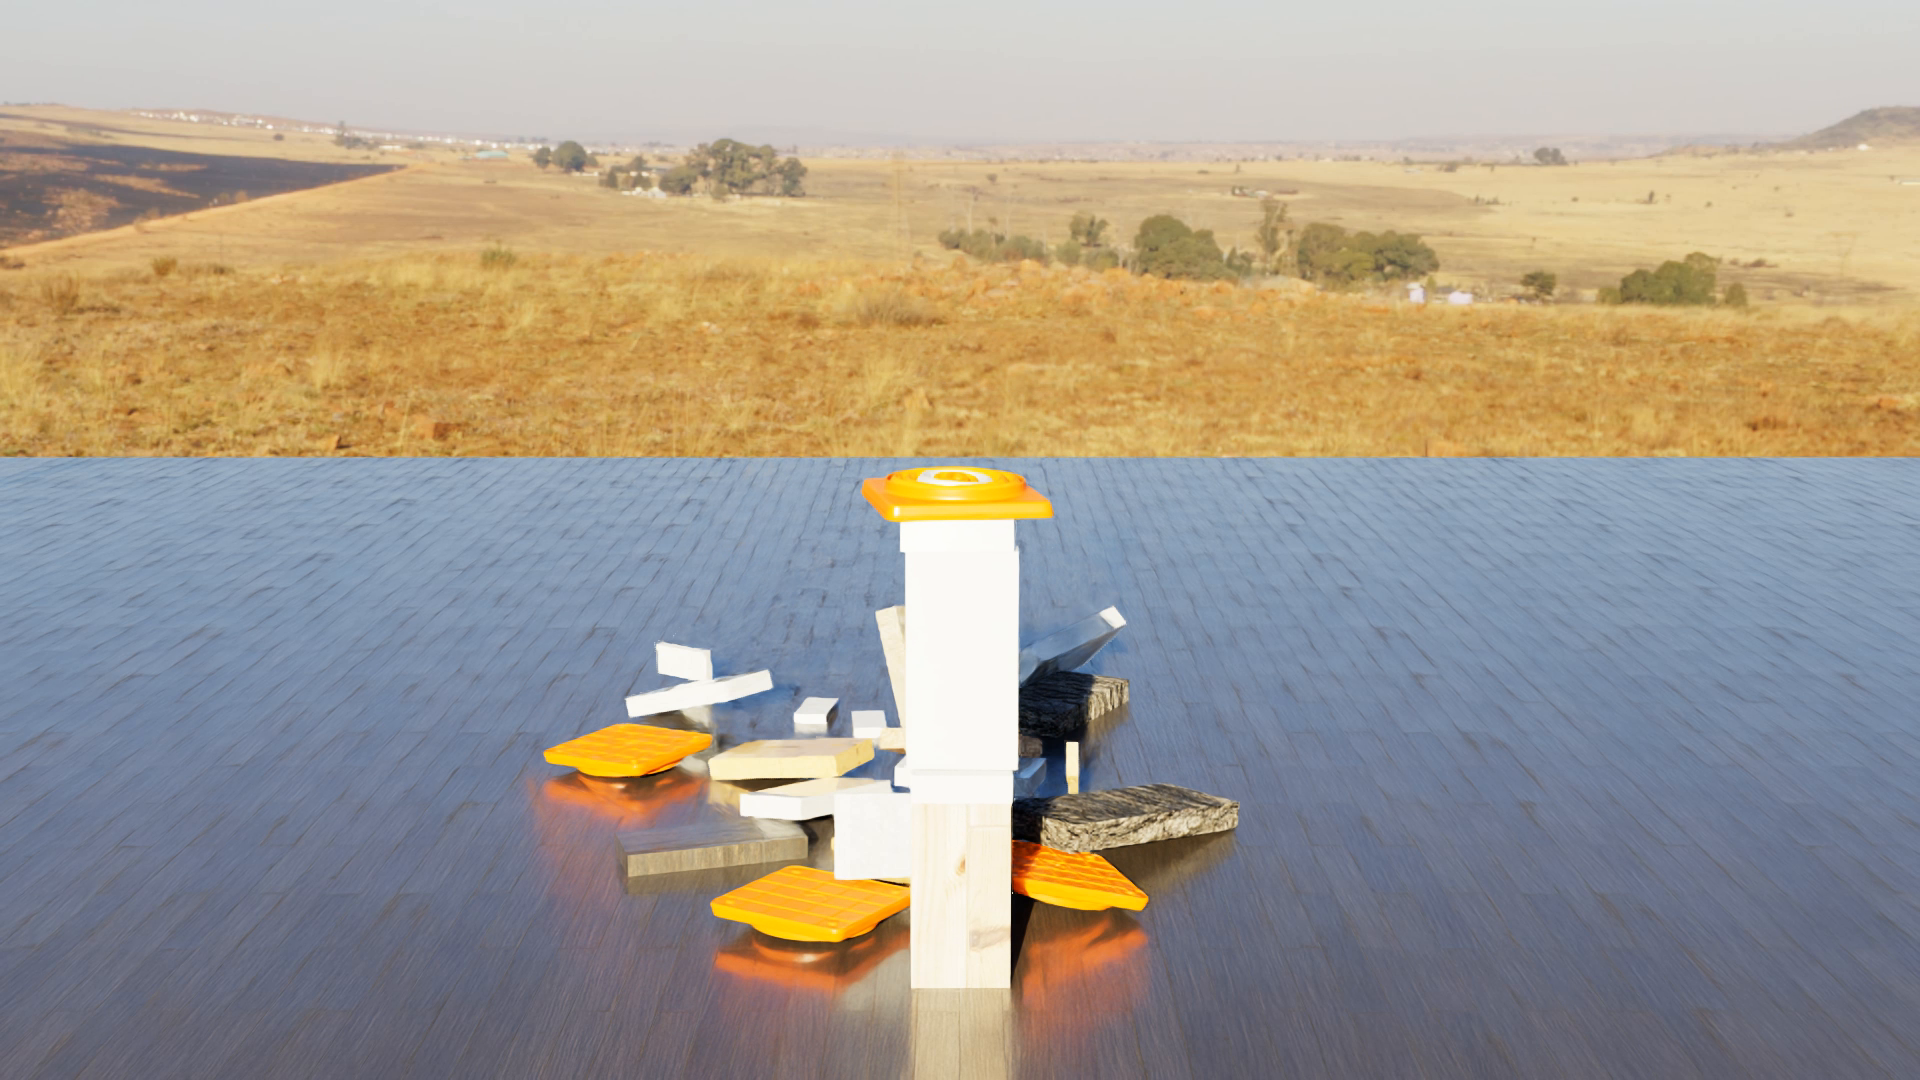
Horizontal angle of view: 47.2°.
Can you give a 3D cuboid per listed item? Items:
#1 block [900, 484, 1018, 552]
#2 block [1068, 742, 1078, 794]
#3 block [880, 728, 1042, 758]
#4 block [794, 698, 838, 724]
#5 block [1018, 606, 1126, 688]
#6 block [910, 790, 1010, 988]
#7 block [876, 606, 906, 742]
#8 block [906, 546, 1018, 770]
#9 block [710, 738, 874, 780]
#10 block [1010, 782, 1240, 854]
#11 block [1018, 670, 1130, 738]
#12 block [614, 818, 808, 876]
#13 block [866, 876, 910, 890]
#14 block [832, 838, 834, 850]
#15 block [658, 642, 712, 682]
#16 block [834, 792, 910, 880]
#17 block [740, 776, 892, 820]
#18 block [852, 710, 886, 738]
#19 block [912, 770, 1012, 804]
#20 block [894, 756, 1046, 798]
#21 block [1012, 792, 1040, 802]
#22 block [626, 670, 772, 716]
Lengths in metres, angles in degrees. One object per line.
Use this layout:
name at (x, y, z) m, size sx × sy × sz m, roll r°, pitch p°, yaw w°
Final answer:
block at (0.004, -0.035, 3.299) m, size 0.162 × 0.046 × 0.324 m, roll 1°, pitch 11°, yaw 3°
block at (0.205, 0.427, 3.989) m, size 0.019 × 0.068 × 0.136 m, roll -1°, pitch -33°, yaw 3°
block at (0.000, 0.388, 4.180) m, size 0.288 × 0.041 × 0.144 m, roll -5°, pitch -16°, yaw 44°
block at (-0.312, 0.372, 4.791) m, size 0.070 × 0.020 × 0.139 m, roll 2°, pitch 11°, yaw 8°
block at (0.216, 0.260, 4.949) m, size 0.348 × 0.049 × 0.174 m, roll -20°, pitch -21°, yaw -52°
block at (0.001, 0.517, 3.258) m, size 0.147 × 0.293 × 0.042 m, roll 0°, pitch 11°, yaw 0°
block at (-0.058, 0.248, 3.649) m, size 0.039 × 0.275 × 0.138 m, roll -18°, pitch -10°, yaw 27°
block at (0.003, 0.172, 3.199) m, size 0.162 × 0.324 × 0.046 m, roll 0°, pitch 10°, yaw 1°
block at (-0.330, 0.428, 4.309) m, size 0.288 × 0.041 × 0.144 m, roll -4°, pitch 8°, yaw 28°
block at (0.285, 0.490, 3.905) m, size 0.174 × 0.049 × 0.459 m, roll 10°, pitch 7°, yaw 44°
block at (0.216, 0.355, 4.801) m, size 0.174 × 0.049 × 0.348 m, roll 6°, pitch 12°, yaw 29°
block at (-0.437, 0.535, 3.860) m, size 0.316 × 0.037 × 0.132 m, roll -3°, pitch 11°, yaw -18°
block at (-0.136, 0.563, 3.763) m, size 0.068 × 0.019 × 0.136 m, roll -7°, pitch 12°, yaw -31°
block at (-0.157, 0.533, 3.924) m, size 0.068 × 0.019 × 0.136 m, roll 9°, pitch 14°, yaw 41°
block at (-0.628, 0.279, 5.018) m, size 0.140 × 0.070 × 0.020 m, roll 8°, pitch 19°, yaw 31°
block at (-0.089, 0.492, 3.676) m, size 0.275 × 0.138 × 0.039 m, roll 5°, pitch -8°, yaw -41°
block at (-0.262, 0.474, 4.049) m, size 0.138 × 0.039 × 0.275 m, roll -1°, pitch 1°, yaw 34°
block at (-0.194, 0.391, 4.684) m, size 0.070 × 0.020 × 0.140 m, roll -1°, pitch 11°, yaw -5°
block at (0.003, 0.335, 3.324) m, size 0.147 × 0.042 × 0.293 m, roll 0°, pitch 11°, yaw 0°
block at (0.020, 0.428, 4.049) m, size 0.255 × 0.036 × 0.127 m, roll 3°, pitch 11°, yaw 15°
block at (0.028, 0.461, 4.067) m, size 0.127 × 0.036 × 0.255 m, roll -6°, pitch 12°, yaw -29°
block at (-0.561, 0.329, 4.724) m, size 0.288 × 0.041 × 0.144 m, roll -11°, pitch 1°, yaw 34°
